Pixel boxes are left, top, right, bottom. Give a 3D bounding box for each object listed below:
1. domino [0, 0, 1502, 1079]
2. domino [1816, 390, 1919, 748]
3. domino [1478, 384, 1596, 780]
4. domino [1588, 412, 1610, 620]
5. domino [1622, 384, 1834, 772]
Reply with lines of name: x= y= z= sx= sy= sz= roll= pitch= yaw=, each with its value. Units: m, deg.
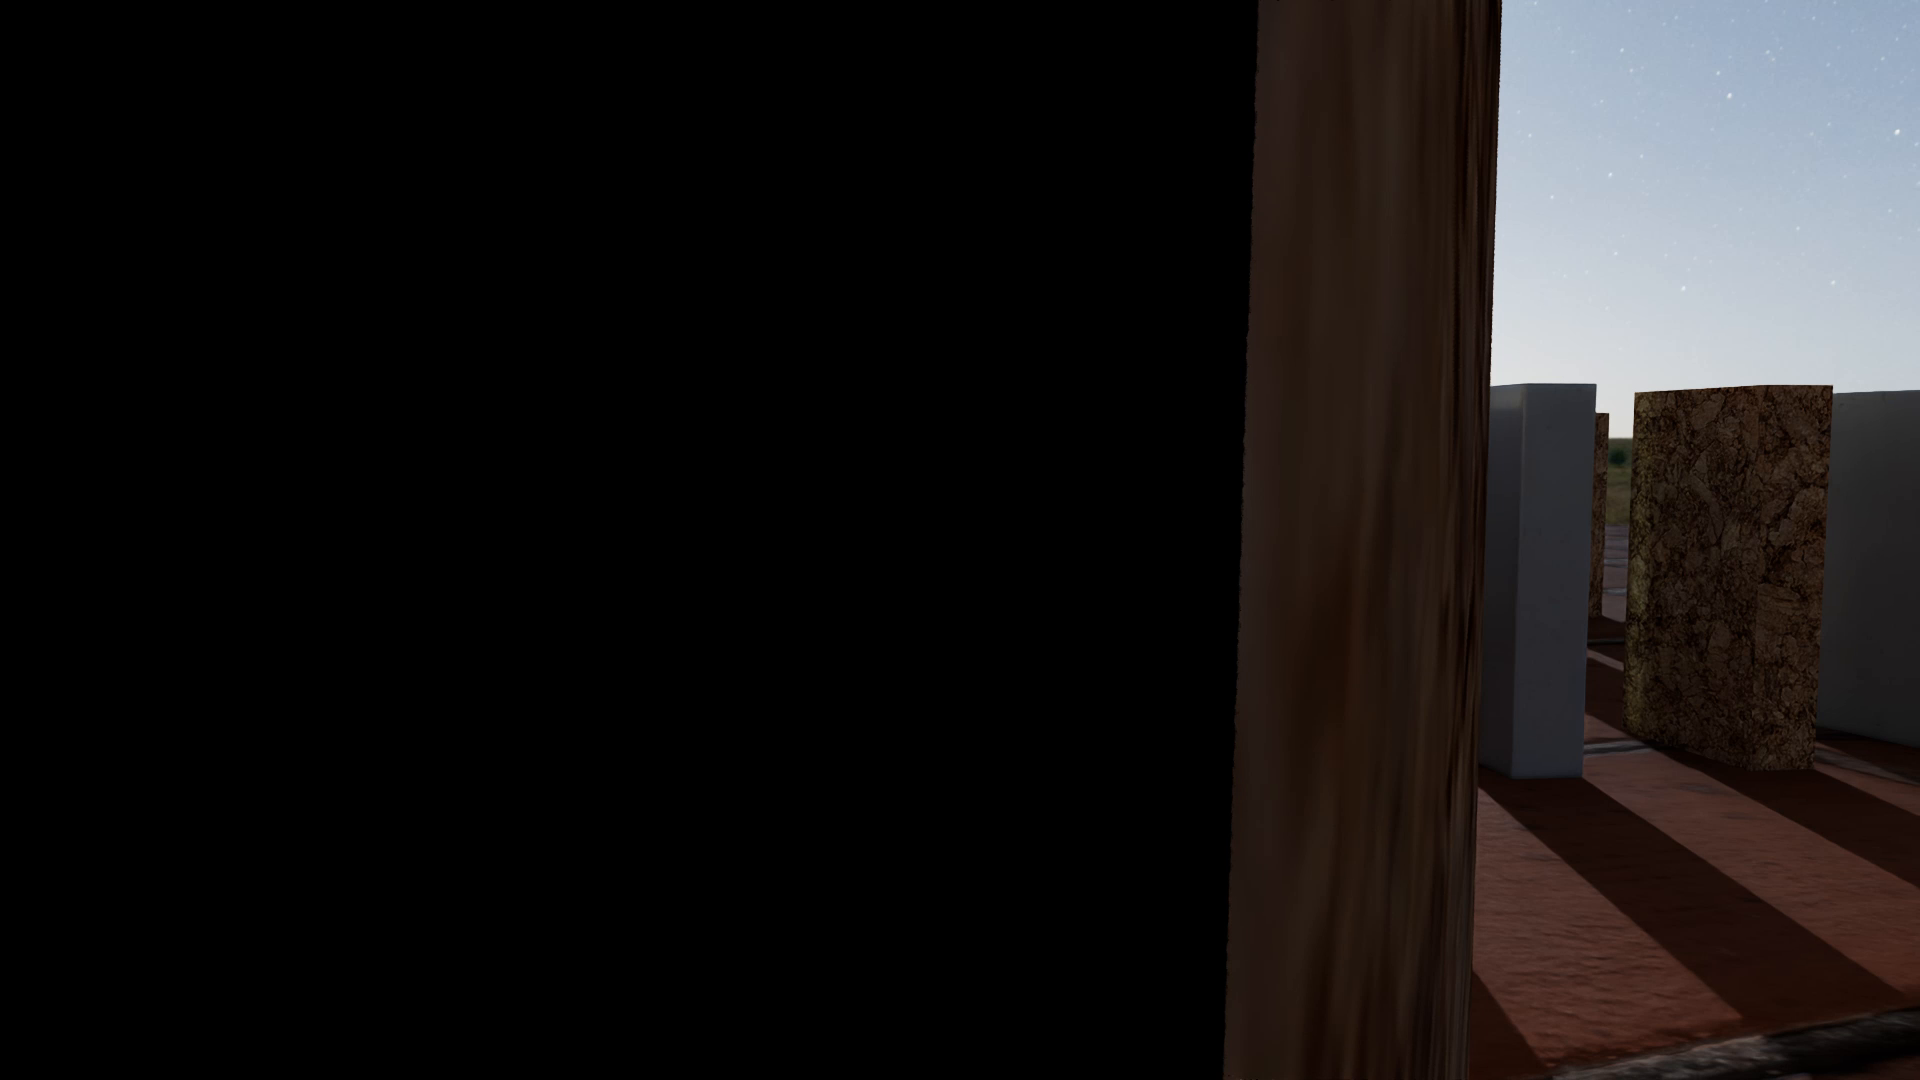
domino: x=-0.010 y=0.017 z=0.009 sx=0.025 sy=0.050 sz=0.009 roll=2 pitch=5 yaw=24
domino: x=0.137 y=0.004 z=0.185 sx=0.009 sy=0.050 sz=0.025 roll=-1 pitch=5 yaw=-18
domino: x=0.073 y=0.005 z=0.174 sx=0.010 sy=0.050 sz=0.025 roll=0 pitch=4 yaw=-6
domino: x=0.147 y=-0.006 z=0.311 sx=0.025 sy=0.050 sz=0.010 roll=-4 pitch=6 yaw=-45
domino: x=0.105 y=0.004 z=0.178 sx=0.010 sy=0.050 sz=0.025 roll=-1 pitch=4 yaw=-9
